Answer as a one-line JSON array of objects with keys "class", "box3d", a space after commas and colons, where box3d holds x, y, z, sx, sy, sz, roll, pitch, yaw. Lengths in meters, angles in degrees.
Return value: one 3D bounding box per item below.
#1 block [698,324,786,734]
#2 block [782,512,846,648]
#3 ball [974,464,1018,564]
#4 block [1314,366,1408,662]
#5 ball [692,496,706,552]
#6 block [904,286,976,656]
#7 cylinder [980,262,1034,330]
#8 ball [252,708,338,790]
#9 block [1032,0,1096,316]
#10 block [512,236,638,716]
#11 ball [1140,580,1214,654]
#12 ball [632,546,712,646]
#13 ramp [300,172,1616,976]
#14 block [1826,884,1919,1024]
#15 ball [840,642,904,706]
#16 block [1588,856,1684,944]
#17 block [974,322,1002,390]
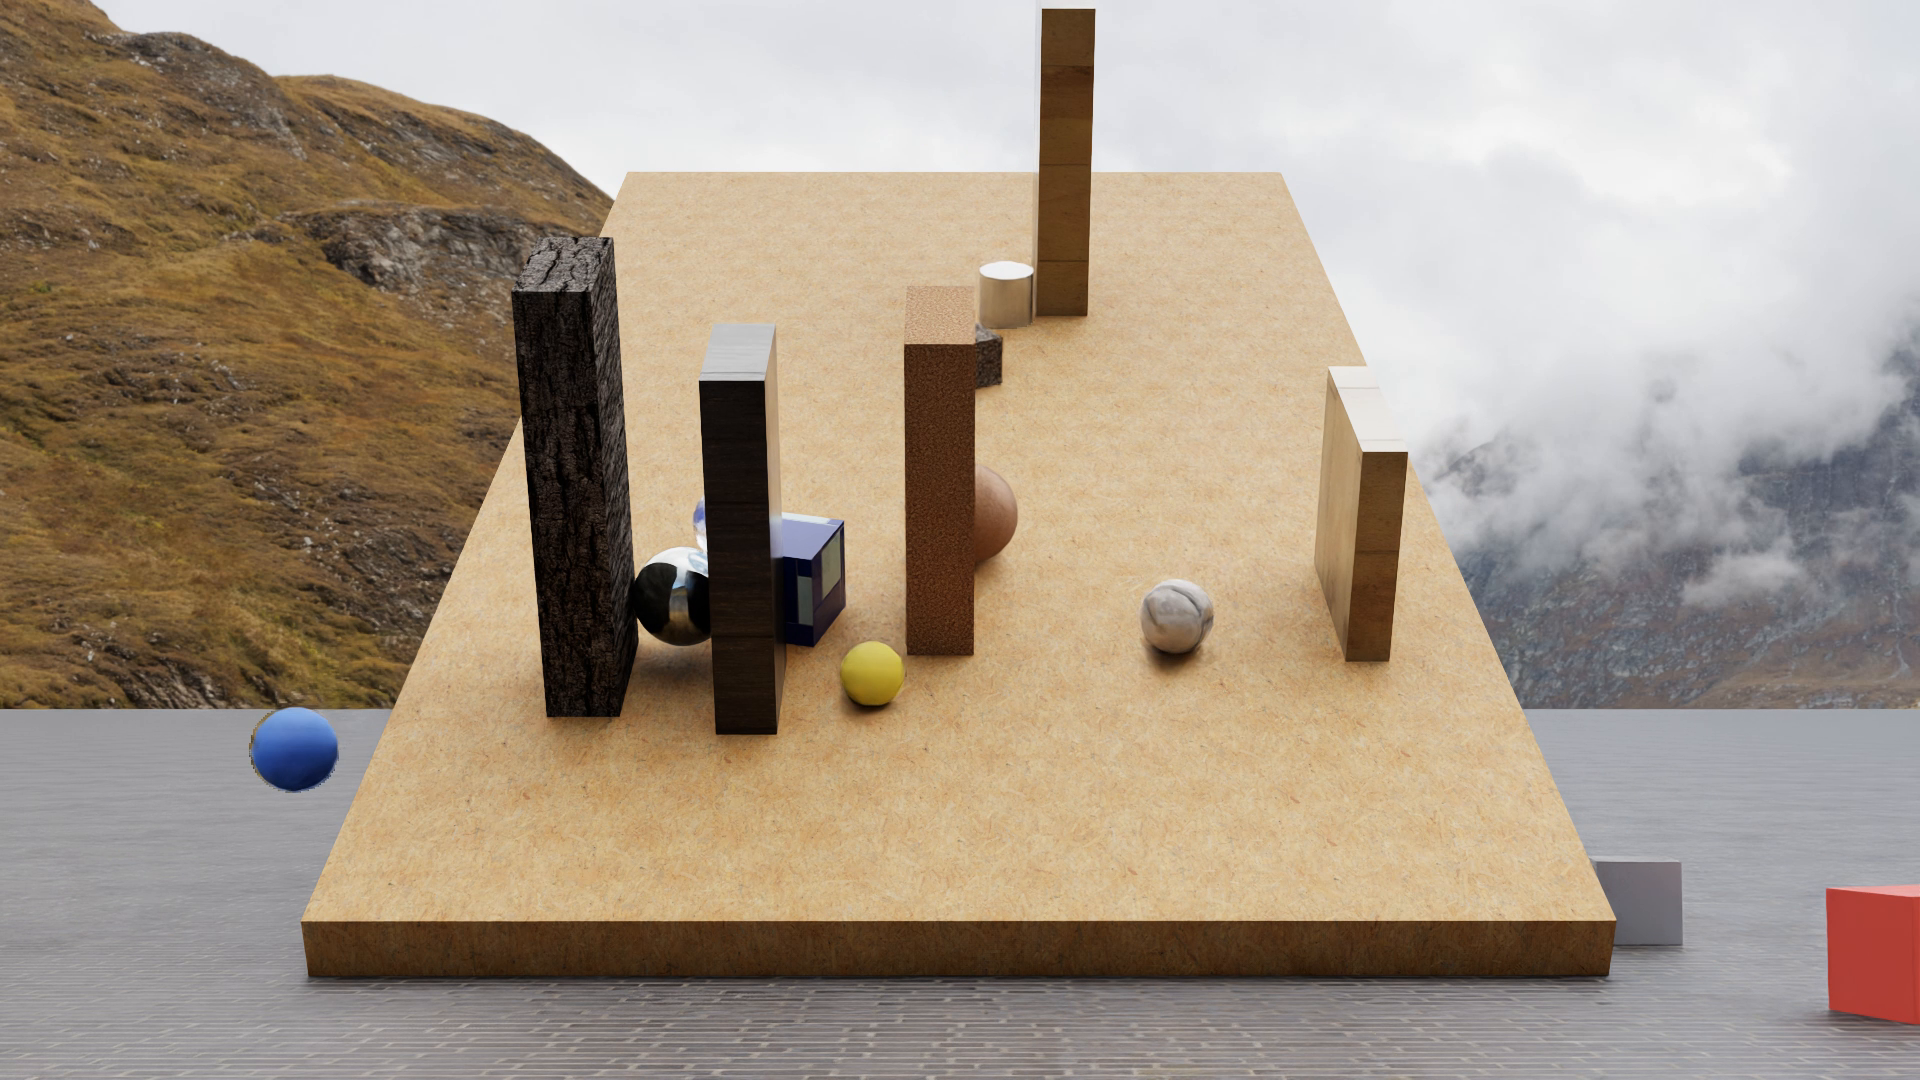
[{"class": "block", "box3d": [-0.371, -0.017, 4.053, 0.106, 0.659, 0.269, 0, 25, 0]}, {"class": "block", "box3d": [-0.333, 0.070, 4.429, 0.181, 0.181, 0.181, 7, 26, 15]}, {"class": "ball", "box3d": [0.016, -0.052, 4.667, 0.201, 0.201, 0.201, 0, -4, 0]}, {"class": "block", "box3d": [0.750, -0.055, 4.419, 0.081, 0.420, 0.416, 0, 25, 0]}, {"class": "ball", "box3d": [-0.416, -0.031, 4.274, 0.143, 0.143, 0.143, 0, -4, 0]}, {"class": "block", "box3d": [-0.037, -0.130, 4.348, 0.125, 0.612, 0.309, 0, 25, 0]}, {"class": "cylinder", "box3d": [0.117, -0.619, 5.944, 0.136, 0.136, 0.136, 0, 25, 0]}, {"class": "ball", "box3d": [-1.165, 0.366, 4.107, 0.145, 0.145, 0.145, 0, -4, 0]}, {"class": "block", "box3d": [0.261, -1.015, 6.021, 0.131, 0.787, 0.394, 0, 25, 0]}, {"class": "block", "box3d": [-0.663, -0.106, 4.088, 0.128, 0.788, 0.285, 0, 25, 0]}, {"class": "ball", "box3d": [0.401, 0.141, 4.333, 0.138, 0.138, 0.138, 0, -4, 0]}, {"class": "ball", "box3d": [-0.508, 0.103, 4.303, 0.184, 0.184, 0.184, 0, -4, 0]}, {"class": "ramp", "box3d": [-0.009, -0.229, 5.394, 2.000, 0.100, 4.000, 0, 25, 0]}, {"class": "block", "box3d": [1.294, 0.556, 3.163, 0.165, 0.165, 0.165, 1, -4, -20]}, {"class": "ball", "box3d": [-0.155, 0.237, 4.153, 0.115, 0.115, 0.115, 0, -4, 0]}, {"class": "block", "box3d": [1.190, 0.635, 4.142, 0.143, 0.143, 0.143, -1, -4, 8]}, {"class": "block", "box3d": [0.019, -0.434, 5.571, 0.118, 0.118, 0.118, -14, 29, -27]}]
